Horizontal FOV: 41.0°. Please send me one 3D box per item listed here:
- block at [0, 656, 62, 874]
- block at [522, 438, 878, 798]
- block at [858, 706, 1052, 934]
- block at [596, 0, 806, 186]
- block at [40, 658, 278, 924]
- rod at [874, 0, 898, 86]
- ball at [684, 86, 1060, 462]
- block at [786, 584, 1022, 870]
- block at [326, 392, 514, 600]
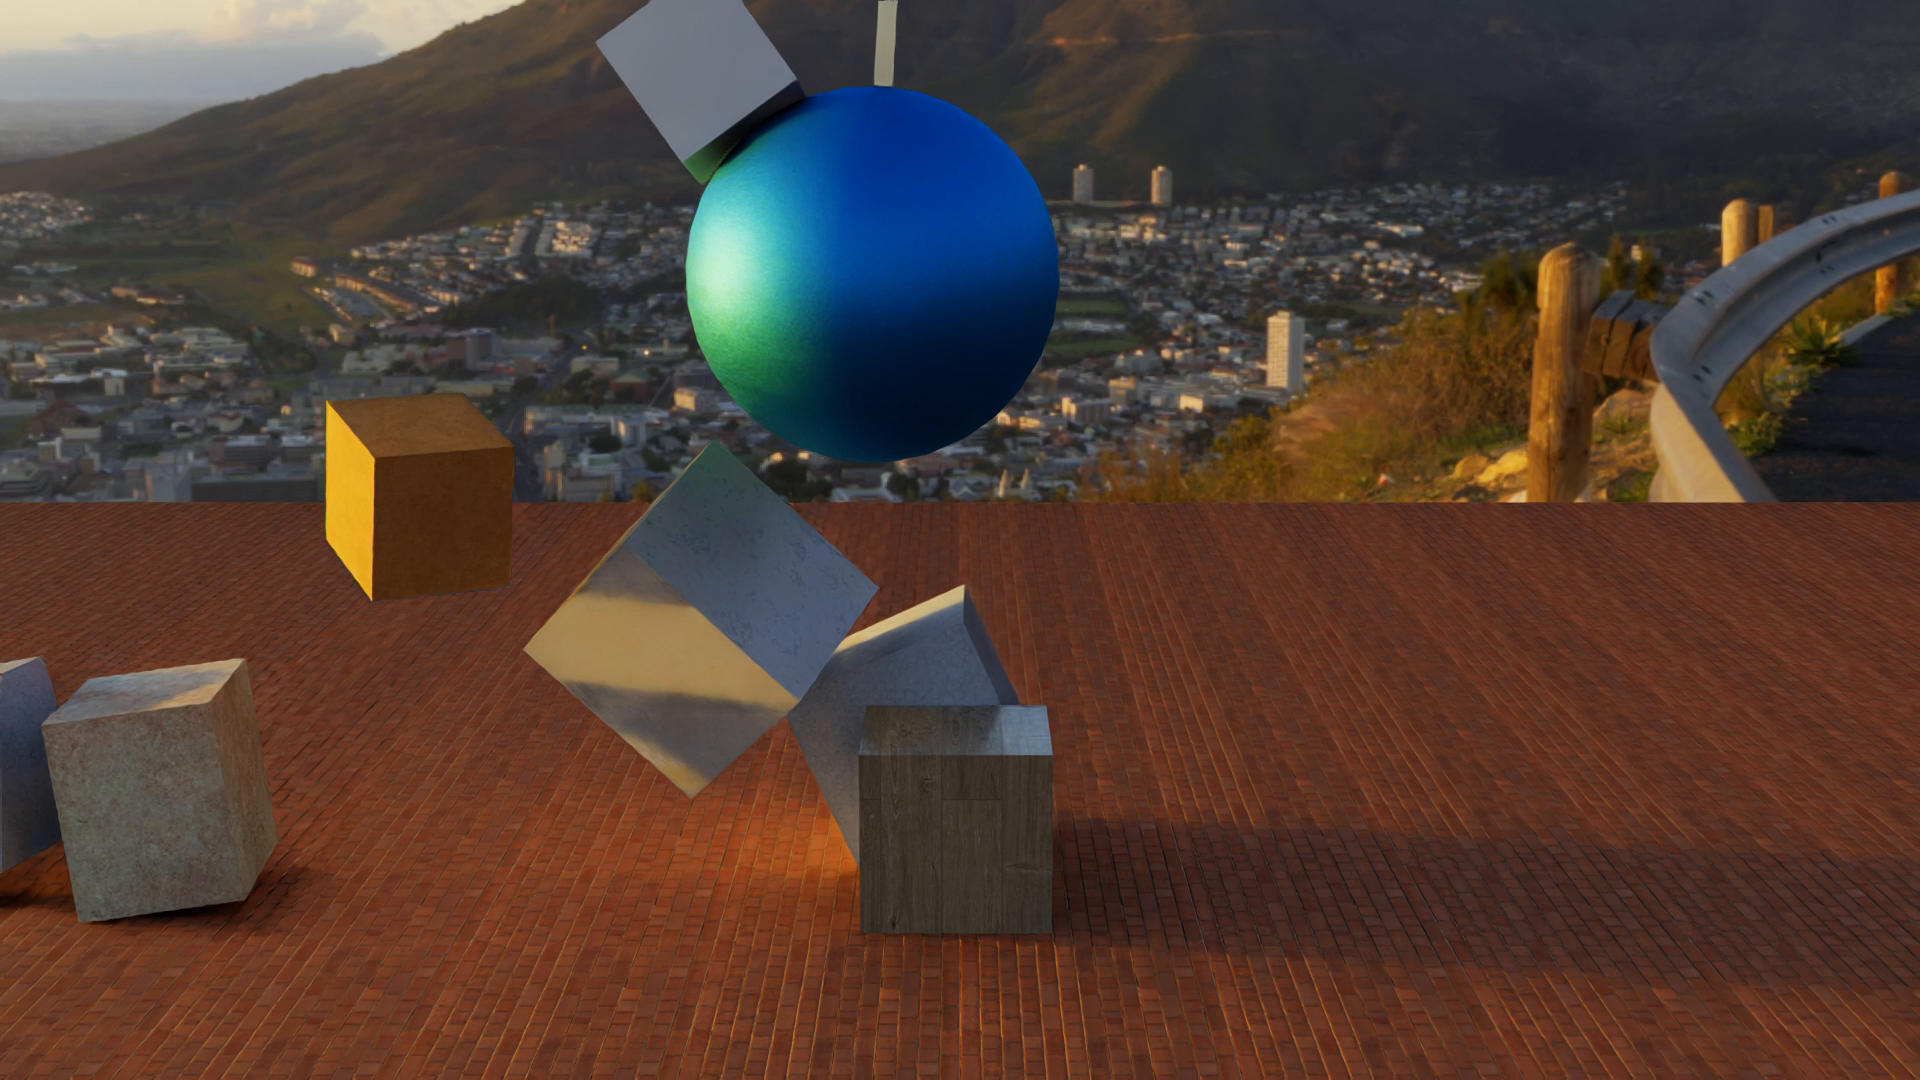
[{"bbox_3d":[-4.394,1.031,11.188,0.687,0.786,0.739,-10,11,21],"label":"block"},{"bbox_3d":[-1.132,0.344,11.317,0.858,0.989,0.911,-42,8,37],"label":"block"},{"bbox_3d":[-0.017,1.178,10.960,0.793,0.761,0.836,0,10,0],"label":"block"},{"bbox_3d":[-1.087,-1.988,10.972,0.593,0.623,0.622,-36,-2,1],"label":"block"},{"bbox_3d":[-3.436,1.065,11.085,0.689,0.863,0.829,-8,11,-4],"label":"block"},{"bbox_3d":[-0.162,-4.470,10.368,0.080,5.200,0.080,4,10,-1],"label":"rod"},{"bbox_3d":[-0.373,-1.132,10.975,1.600,1.600,1.600,0,10,0],"label":"ball"},{"bbox_3d":[-0.213,0.841,11.763,0.893,0.840,0.845,-24,9,5],"label":"block"},{"bbox_3d":[-2.329,-0.200,11.021,0.598,0.639,0.701,-6,25,-28],"label":"block"}]
